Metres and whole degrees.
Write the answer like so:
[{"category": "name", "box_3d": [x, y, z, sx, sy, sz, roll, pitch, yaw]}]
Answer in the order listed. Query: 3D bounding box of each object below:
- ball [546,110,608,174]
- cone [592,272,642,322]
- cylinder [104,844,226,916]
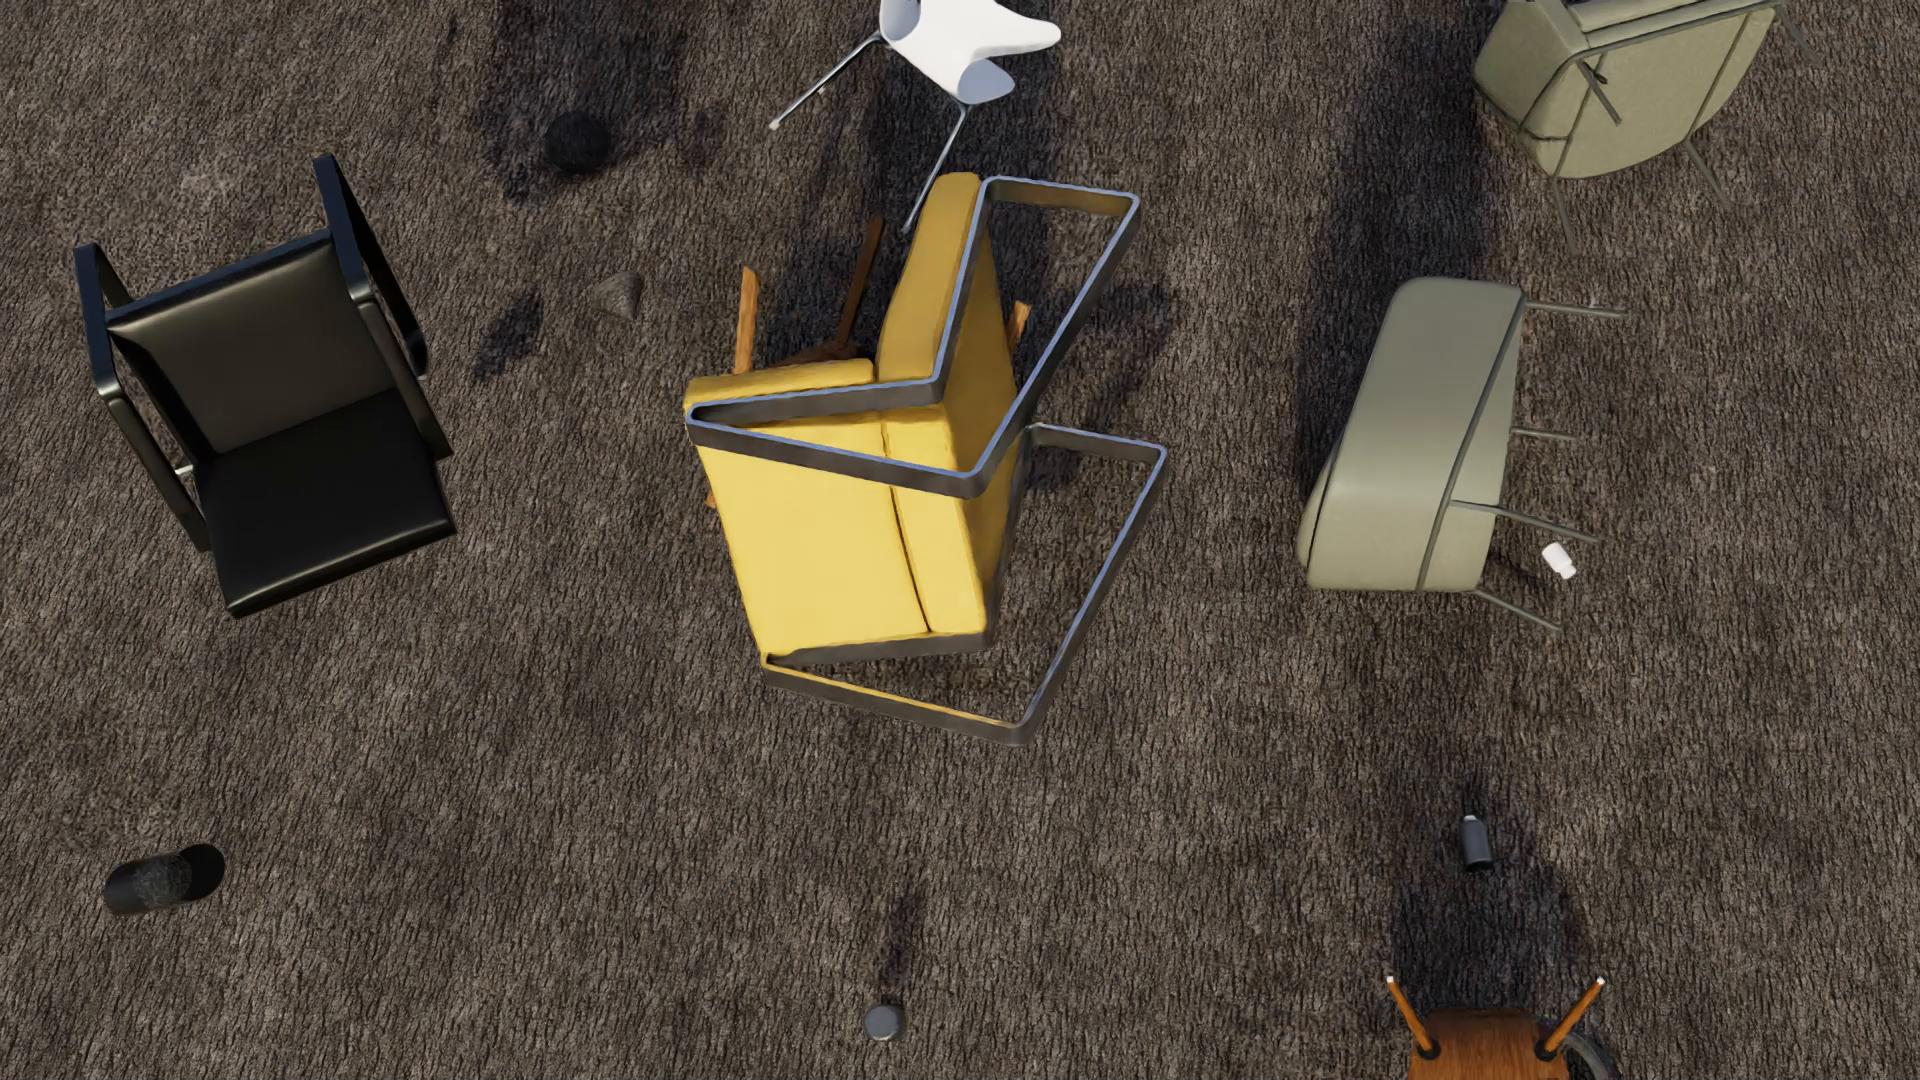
[{"category": "ball", "box_3d": [-1.277, -1.326, 7.338, 0.209, 0.209, 0.209, 0, 56, 0]}, {"category": "cone", "box_3d": [-0.986, -0.688, 6.485, 0.158, 0.173, 0.119, -18, 62, -23]}, {"category": "cylinder", "box_3d": [-1.752, 0.749, 4.846, 0.188, 0.179, 0.116, -15, 97, 24]}]
